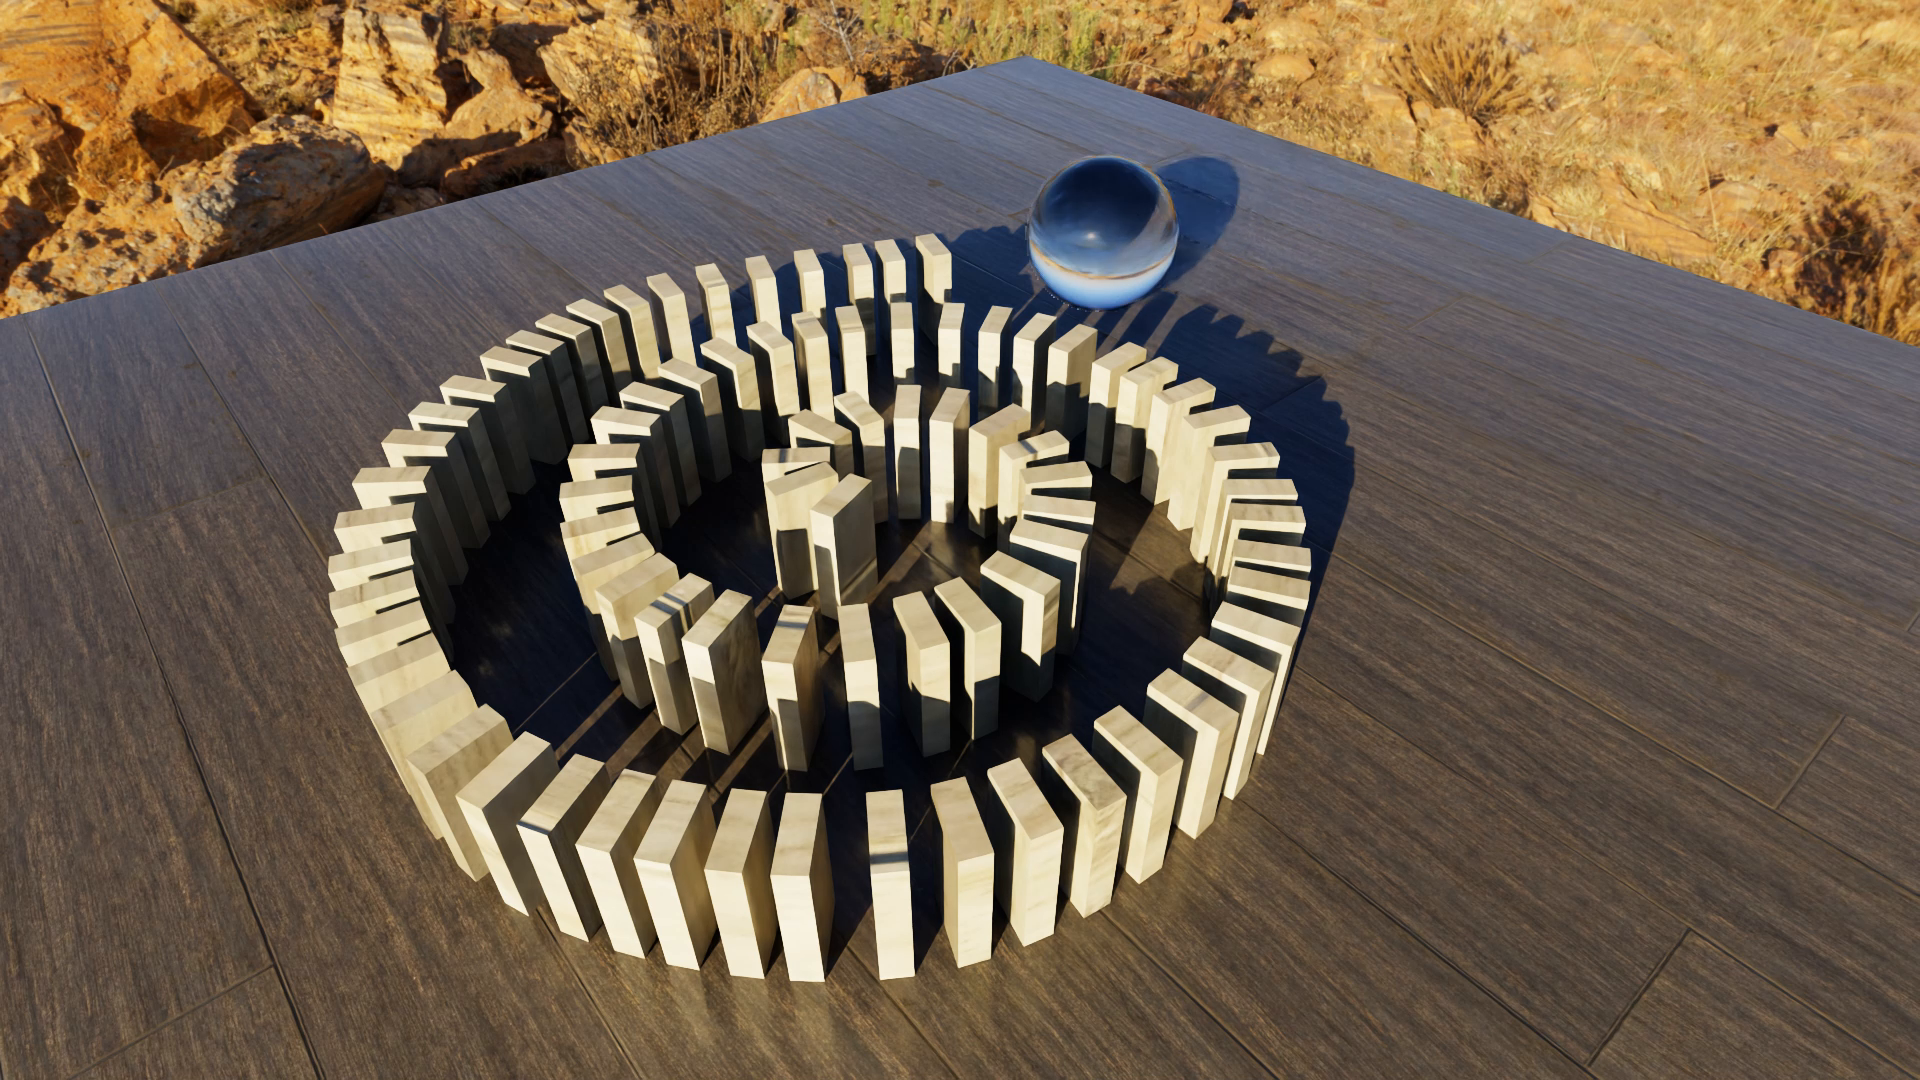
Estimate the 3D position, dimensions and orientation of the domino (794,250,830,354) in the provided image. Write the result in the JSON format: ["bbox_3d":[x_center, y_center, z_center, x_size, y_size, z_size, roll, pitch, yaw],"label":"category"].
[{"bbox_3d":[-0.075,-0.118,0.555,0.009,0.050,0.025,-11,41,-13],"label":"domino"}]

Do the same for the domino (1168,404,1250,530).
[{"bbox_3d":[0.101,-0.029,0.447,0.025,0.050,0.010,-13,41,-16],"label":"domino"}]

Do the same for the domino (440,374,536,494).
[{"bbox_3d":[-0.199,-0.044,0.465,0.025,0.050,0.009,11,40,13],"label":"domino"}]

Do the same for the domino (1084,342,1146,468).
[{"bbox_3d":[0.068,-0.059,0.483,0.009,0.050,0.025,32,49,33],"label":"domino"}]

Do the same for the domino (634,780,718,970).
[{"bbox_3d":[-0.075,0.092,0.300,0.010,0.050,0.025,7,40,9],"label":"domino"}]

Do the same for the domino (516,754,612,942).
[{"bbox_3d":[-0.105,0.086,0.306,0.009,0.050,0.025,13,41,16],"label":"domino"}]

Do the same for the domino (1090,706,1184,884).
[{"bbox_3d":[0.049,0.075,0.320,0.010,0.050,0.025,-26,46,-28],"label":"domino"}]

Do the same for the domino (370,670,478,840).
[{"bbox_3d":[-0.155,0.065,0.332,0.025,0.050,0.010,-31,48,-32],"label":"domino"}]

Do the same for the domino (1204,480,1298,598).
[{"bbox_3d":[0.108,0.000,0.411,0.025,0.050,0.009,0,39,0],"label":"domino"}]

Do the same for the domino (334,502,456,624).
[{"bbox_3d":[-0.203,0.011,0.398,0.025,0.050,0.009,-9,40,-11],"label":"domino"}]

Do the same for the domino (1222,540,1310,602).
[{"bbox_3d":[0.104,0.024,0.383,0.025,0.050,0.009,8,40,9],"label":"domino"}]

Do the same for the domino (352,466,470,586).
[{"bbox_3d":[-0.207,-0.004,0.417,0.025,0.050,0.010,-2,39,-2],"label":"domino"}]

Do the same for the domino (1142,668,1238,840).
[{"bbox_3d":[0.067,0.065,0.332,0.009,0.050,0.025,-32,49,-33],"label":"domino"}]

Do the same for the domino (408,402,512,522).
[{"bbox_3d":[-0.204,-0.031,0.450,0.025,0.050,0.009,7,40,9],"label":"domino"}]

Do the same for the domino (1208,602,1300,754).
[{"bbox_3d":[0.092,0.045,0.356,0.025,0.050,0.010,20,43,22],"label":"domino"}]

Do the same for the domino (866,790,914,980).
[{"bbox_3d":[-0.019,0.094,0.297,0.009,0.050,0.025,-4,40,-5],"label":"domino"}]

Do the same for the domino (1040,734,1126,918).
[{"bbox_3d":[0.033,0.082,0.312,0.009,0.050,0.025,-21,44,-24],"label":"domino"}]

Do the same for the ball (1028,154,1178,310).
[{"bbox_3d":[0.076,-0.164,0.588,0.080,0.080,0.080,0,39,0],"label":"ball"}]

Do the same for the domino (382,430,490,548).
[{"bbox_3d":[-0.207,-0.020,0.435,0.025,0.050,0.010,4,39,5],"label":"domino"}]

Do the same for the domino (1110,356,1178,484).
[{"bbox_3d":[0.079,-0.051,0.474,0.025,0.050,0.010,-28,47,-30],"label":"domino"}]

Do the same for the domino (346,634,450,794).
[{"bbox_3d":[-0.169,0.055,0.344,0.025,0.050,0.010,-26,46,-28],"label":"domino"}]

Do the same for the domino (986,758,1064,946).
[{"bbox_3d":[0.017,0.087,0.305,0.010,0.050,0.025,-16,42,-19],"label":"domino"}]

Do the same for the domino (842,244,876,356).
[{"bbox_3d":[-0.051,-0.122,0.561,0.009,0.050,0.025,-10,40,-12],"label":"domino"}]

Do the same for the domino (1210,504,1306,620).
[{"bbox_3d":[0.107,0.010,0.399,0.025,0.050,0.010,3,39,4],"label":"domino"}]

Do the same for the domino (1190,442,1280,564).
[{"bbox_3d":[0.106,-0.014,0.428,0.025,0.050,0.010,-5,40,-6],"label":"domino"}]

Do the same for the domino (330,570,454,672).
[{"bbox_3d":[-0.188,0.035,0.368,0.025,0.050,0.009,-18,43,-21],"label":"domino"}]

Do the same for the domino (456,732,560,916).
[{"bbox_3d":[-0.123,0.081,0.312,0.009,0.050,0.025,19,43,21],"label":"domino"}]

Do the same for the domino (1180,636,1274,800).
[{"bbox_3d":[0.080,0.056,0.343,0.025,0.050,0.010,27,47,29],"label":"domino"}]

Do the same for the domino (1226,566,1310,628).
[{"bbox_3d":[0.100,0.033,0.371,0.025,0.050,0.009,12,41,14],"label":"domino"}]

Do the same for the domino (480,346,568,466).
[{"bbox_3d":[-0.191,-0.059,0.483,0.025,0.050,0.009,15,42,17],"label":"domino"}]

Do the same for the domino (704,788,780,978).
[{"bbox_3d":[-0.057,0.093,0.297,0.009,0.050,0.025,4,40,5],"label":"domino"}]

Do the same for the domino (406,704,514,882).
[{"bbox_3d":[-0.140,0.074,0.321,0.009,0.050,0.025,26,46,28],"label":"domino"}]

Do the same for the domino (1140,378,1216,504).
[{"bbox_3d":[0.091,-0.041,0.462,0.025,0.050,0.010,-22,44,-24],"label":"domino"}]

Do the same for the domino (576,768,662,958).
[{"bbox_3d":[-0.089,0.089,0.302,0.010,0.050,0.025,10,40,12],"label":"domino"}]

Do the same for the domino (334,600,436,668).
[{"bbox_3d":[-0.179,0.045,0.356,0.025,0.050,0.010,-22,44,-24],"label":"domino"}]

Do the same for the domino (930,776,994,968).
[{"bbox_3d":[0.000,0.091,0.300,0.009,0.050,0.025,-11,41,-13],"label":"domino"}]

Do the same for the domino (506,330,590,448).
[{"bbox_3d":[-0.185,-0.067,0.494,0.025,0.050,0.009,18,42,20],"label":"domino"}]

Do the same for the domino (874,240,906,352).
[{"bbox_3d":[-0.035,-0.125,0.564,0.009,0.050,0.025,-10,40,-12],"label":"domino"}]

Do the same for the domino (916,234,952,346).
[{"bbox_3d":[-0.013,-0.129,0.569,0.010,0.050,0.025,-14,41,-17],"label":"domino"}]

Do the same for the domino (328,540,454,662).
[{"bbox_3d":[-0.196,0.025,0.381,0.025,0.050,0.010,-14,41,-17],"label":"domino"}]

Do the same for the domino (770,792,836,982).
[{"bbox_3d":[-0.042,0.094,0.297,0.009,0.050,0.025,1,39,1],"label":"domino"}]
